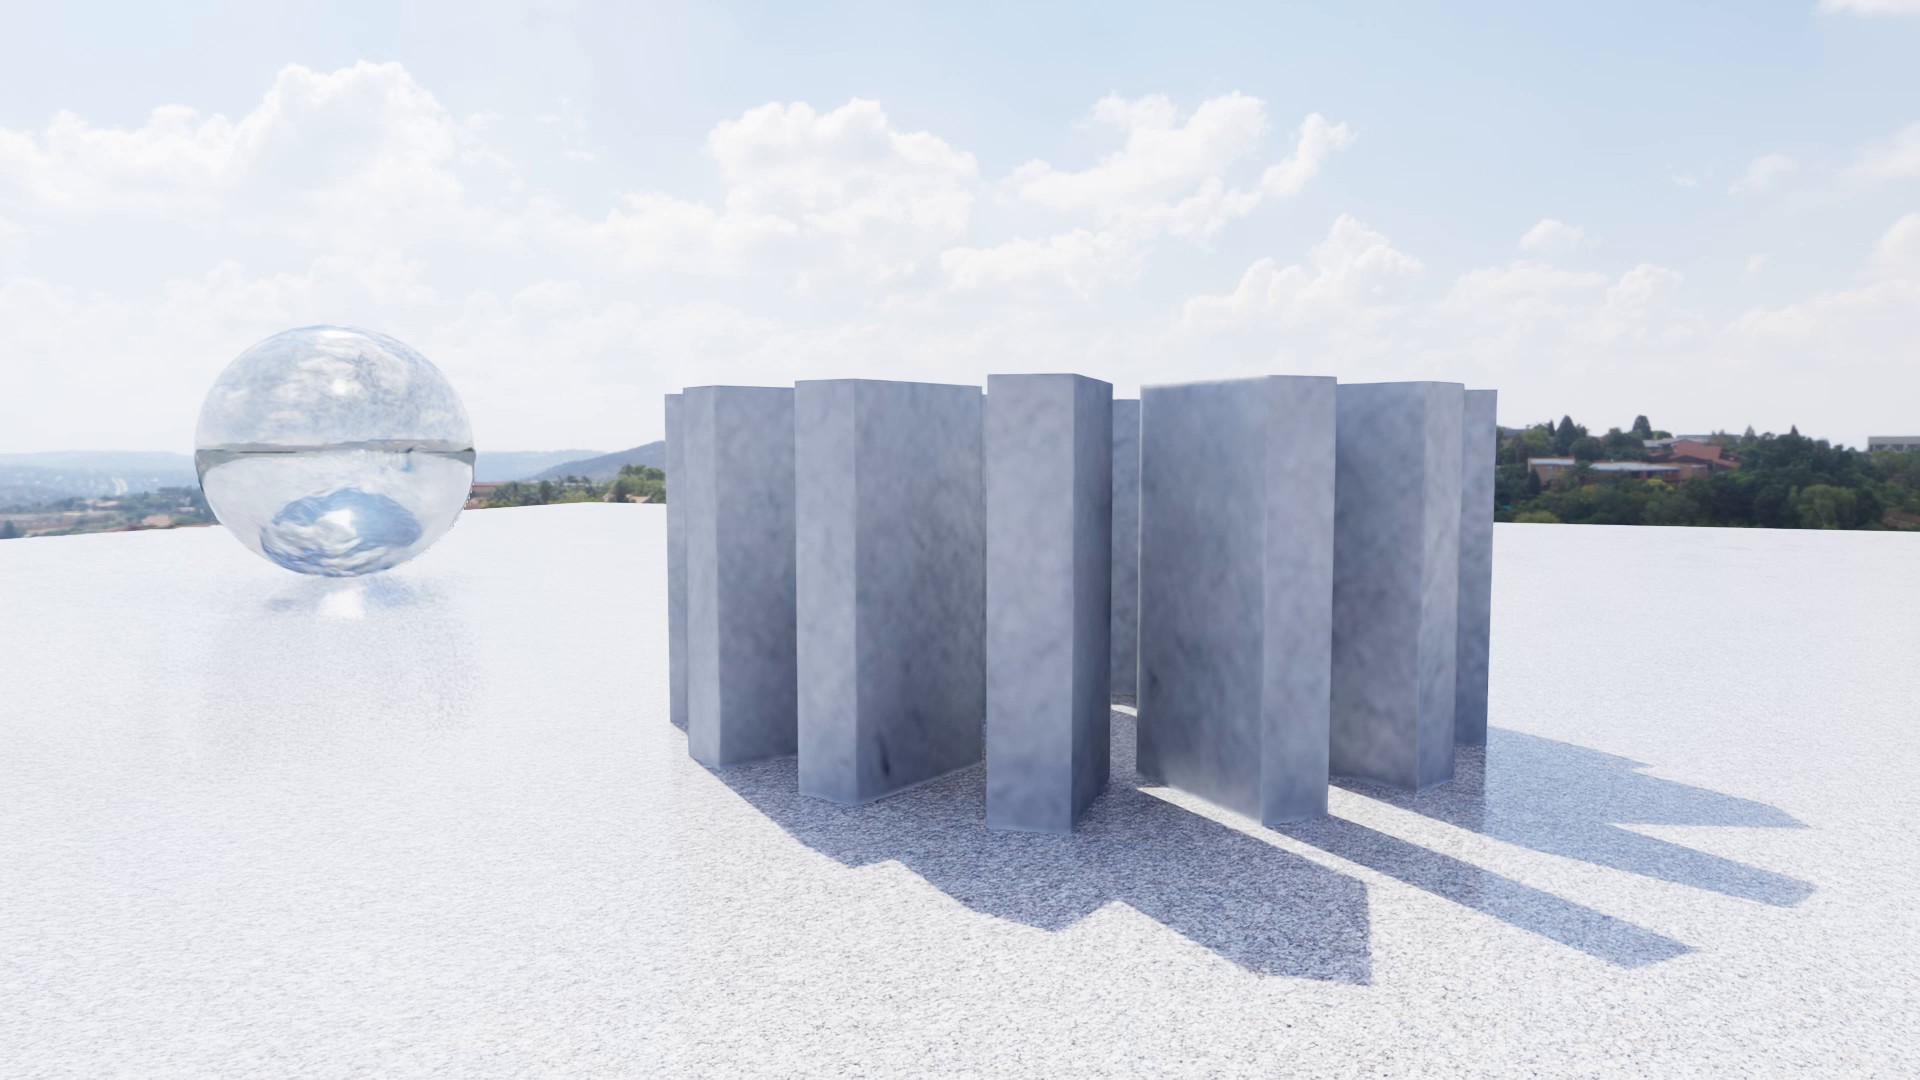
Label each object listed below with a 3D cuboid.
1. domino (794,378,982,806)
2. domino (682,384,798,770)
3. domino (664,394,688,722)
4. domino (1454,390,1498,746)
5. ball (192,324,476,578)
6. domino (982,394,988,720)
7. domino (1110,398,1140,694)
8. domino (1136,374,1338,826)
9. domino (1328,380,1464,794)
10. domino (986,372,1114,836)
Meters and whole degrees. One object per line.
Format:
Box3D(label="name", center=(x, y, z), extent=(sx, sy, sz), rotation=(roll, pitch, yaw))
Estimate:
Box3D(label="domino", center=(-0.008, 0.005, 0.162), extent=(0.010, 0.050, 0.025), rotation=(3, 5, 37))
Box3D(label="domino", center=(-0.024, 0.004, 0.177), extent=(0.025, 0.050, 0.009), rotation=(-3, 5, -37))
Box3D(label="domino", center=(-0.031, 0.003, 0.197), extent=(0.025, 0.050, 0.009), rotation=(1, 4, 8))
Box3D(label="domino", center=(0.062, 0.004, 0.185), extent=(0.025, 0.050, 0.009), rotation=(0, 4, 7))
Box3D(label="ball", center=(-0.196, -0.028, 0.405), extent=(0.080, 0.080, 0.080), rotation=(0, 4, 0))
Box3D(label="domino", center=(0.000, 0.002, 0.201), extent=(0.025, 0.050, 0.009), rotation=(0, 4, 0))
Box3D(label="domino", center=(0.025, 0.000, 0.229), extent=(0.009, 0.050, 0.025), rotation=(0, 4, -6))
Box3D(label="domino", center=(0.032, 0.006, 0.154), extent=(0.009, 0.050, 0.025), rotation=(-2, 5, -26))
Box3D(label="domino", center=(0.051, 0.005, 0.167), extent=(0.009, 0.050, 0.025), rotation=(-4, 6, -43))
Box3D(label="domino", center=(0.011, 0.006, 0.151), extent=(0.010, 0.050, 0.025), rotation=(1, 4, 16))
